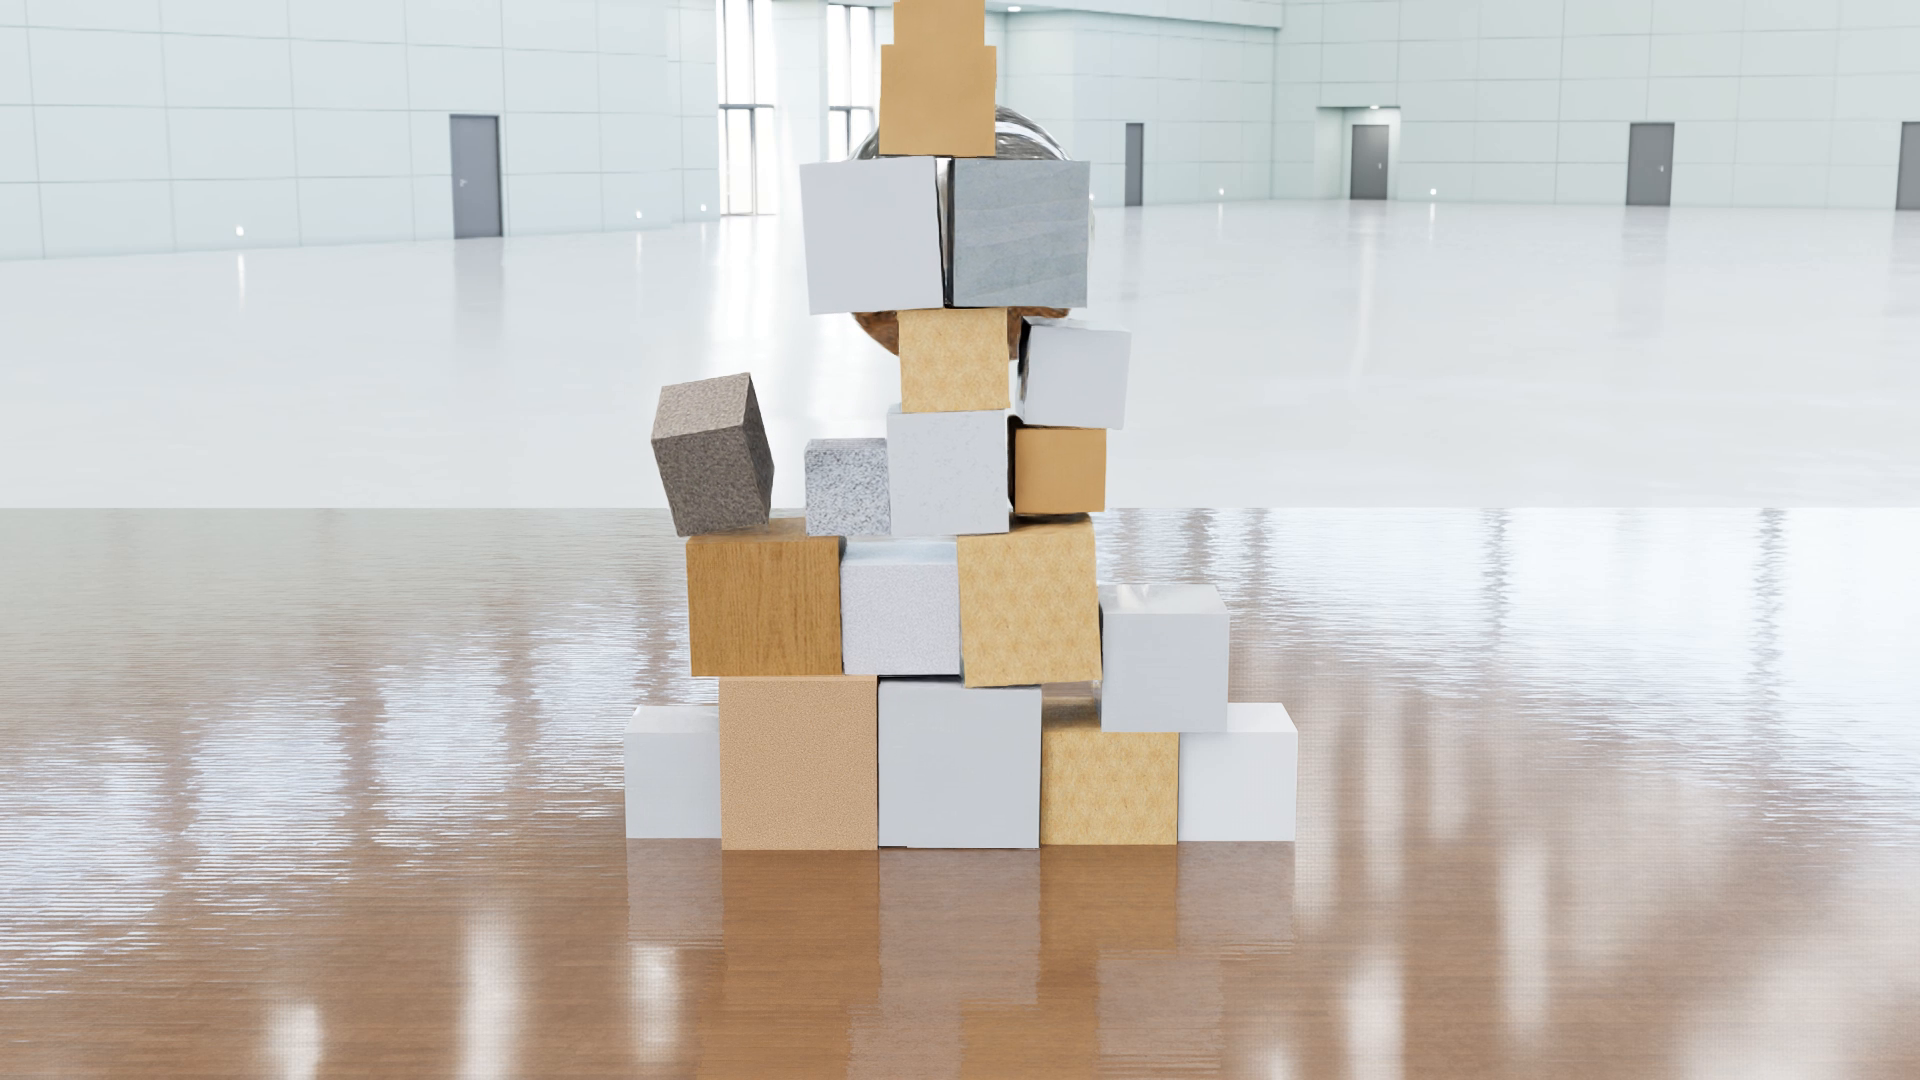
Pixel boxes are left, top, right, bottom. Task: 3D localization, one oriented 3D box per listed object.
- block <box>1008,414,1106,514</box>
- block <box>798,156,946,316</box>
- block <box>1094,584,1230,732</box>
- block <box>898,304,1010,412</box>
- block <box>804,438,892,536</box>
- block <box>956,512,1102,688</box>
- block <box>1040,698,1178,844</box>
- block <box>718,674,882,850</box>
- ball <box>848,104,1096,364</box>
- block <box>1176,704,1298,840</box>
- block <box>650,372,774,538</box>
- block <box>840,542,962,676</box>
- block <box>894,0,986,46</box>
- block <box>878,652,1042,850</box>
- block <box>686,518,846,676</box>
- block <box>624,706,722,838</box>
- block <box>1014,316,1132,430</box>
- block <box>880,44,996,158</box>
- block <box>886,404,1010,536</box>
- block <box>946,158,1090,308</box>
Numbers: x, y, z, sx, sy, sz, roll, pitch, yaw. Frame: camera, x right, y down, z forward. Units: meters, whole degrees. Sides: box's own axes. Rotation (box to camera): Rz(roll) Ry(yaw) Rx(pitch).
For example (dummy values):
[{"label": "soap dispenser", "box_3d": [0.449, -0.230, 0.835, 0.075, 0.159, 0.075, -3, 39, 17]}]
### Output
[{"label": "block", "box_3d": [0.486, -0.390, 11.163, 0.452, 0.424, 0.468, 0, 12, -4]}, {"label": "block", "box_3d": [-0.422, -1.512, 10.910, 0.650, 0.726, 0.623, -3, 8, 1]}, {"label": "block", "box_3d": [1.024, 0.599, 11.305, 0.627, 0.607, 0.722, 0, 10, 0]}, {"label": "block", "box_3d": [-0.024, -0.922, 11.004, 0.529, 0.498, 0.585, -2, 9, 1]}, {"label": "block", "box_3d": [-0.558, -0.274, 11.146, 0.421, 0.432, 0.431, -1, 10, 1]}, {"label": "block", "box_3d": [0.347, 0.283, 11.177, 0.677, 0.745, 0.716, -3, 10, 1]}, {"label": "block", "box_3d": [0.754, 1.187, 11.403, 0.683, 0.585, 0.706, 0, 10, 0]}, {"label": "block", "box_3d": [-0.804, 1.050, 11.354, 0.780, 0.871, 0.831, 0, 10, 0]}, {"label": "ball", "box_3d": [0.000, -1.787, 12.964, 1.600, 1.600, 1.600, 0, 10, 0]}, {"label": "block", "box_3d": [1.403, 1.195, 11.395, 0.595, 0.572, 0.575, 0, 10, 0]}, {"label": "block", "box_3d": [-1.242, -0.434, 11.127, 0.462, 0.574, 0.555, -9, 32, 5]}, {"label": "block", "box_3d": [-0.294, 0.342, 11.237, 0.585, 0.557, 0.624, -1, 10, 1]}, {"label": "block", "box_3d": [-0.096, -2.593, 10.762, 0.440, 0.368, 0.400, 1, 8, 1]}, {"label": "block", "box_3d": [0.002, 1.069, 11.361, 0.806, 0.817, 0.820, 1, 10, 1]}, {"label": "block", "box_3d": [-0.968, 0.279, 11.247, 0.752, 0.675, 0.720, -1, 10, 0]}, {"label": "block", "box_3d": [-1.452, 1.199, 11.416, 0.496, 0.556, 0.526, 0, 10, 0]}, {"label": "block", "box_3d": [0.562, -0.844, 11.054, 0.497, 0.488, 0.434, 3, 12, -6]}, {"label": "block", "box_3d": [-0.102, -2.151, 10.819, 0.557, 0.521, 0.499, 1, 8, 1]}, {"label": "block", "box_3d": [-0.057, -0.369, 11.061, 0.580, 0.605, 0.562, -2, 9, 1]}, {"label": "block", "box_3d": [0.276, -1.528, 10.903, 0.648, 0.701, 0.657, 0, 10, -4]}]
